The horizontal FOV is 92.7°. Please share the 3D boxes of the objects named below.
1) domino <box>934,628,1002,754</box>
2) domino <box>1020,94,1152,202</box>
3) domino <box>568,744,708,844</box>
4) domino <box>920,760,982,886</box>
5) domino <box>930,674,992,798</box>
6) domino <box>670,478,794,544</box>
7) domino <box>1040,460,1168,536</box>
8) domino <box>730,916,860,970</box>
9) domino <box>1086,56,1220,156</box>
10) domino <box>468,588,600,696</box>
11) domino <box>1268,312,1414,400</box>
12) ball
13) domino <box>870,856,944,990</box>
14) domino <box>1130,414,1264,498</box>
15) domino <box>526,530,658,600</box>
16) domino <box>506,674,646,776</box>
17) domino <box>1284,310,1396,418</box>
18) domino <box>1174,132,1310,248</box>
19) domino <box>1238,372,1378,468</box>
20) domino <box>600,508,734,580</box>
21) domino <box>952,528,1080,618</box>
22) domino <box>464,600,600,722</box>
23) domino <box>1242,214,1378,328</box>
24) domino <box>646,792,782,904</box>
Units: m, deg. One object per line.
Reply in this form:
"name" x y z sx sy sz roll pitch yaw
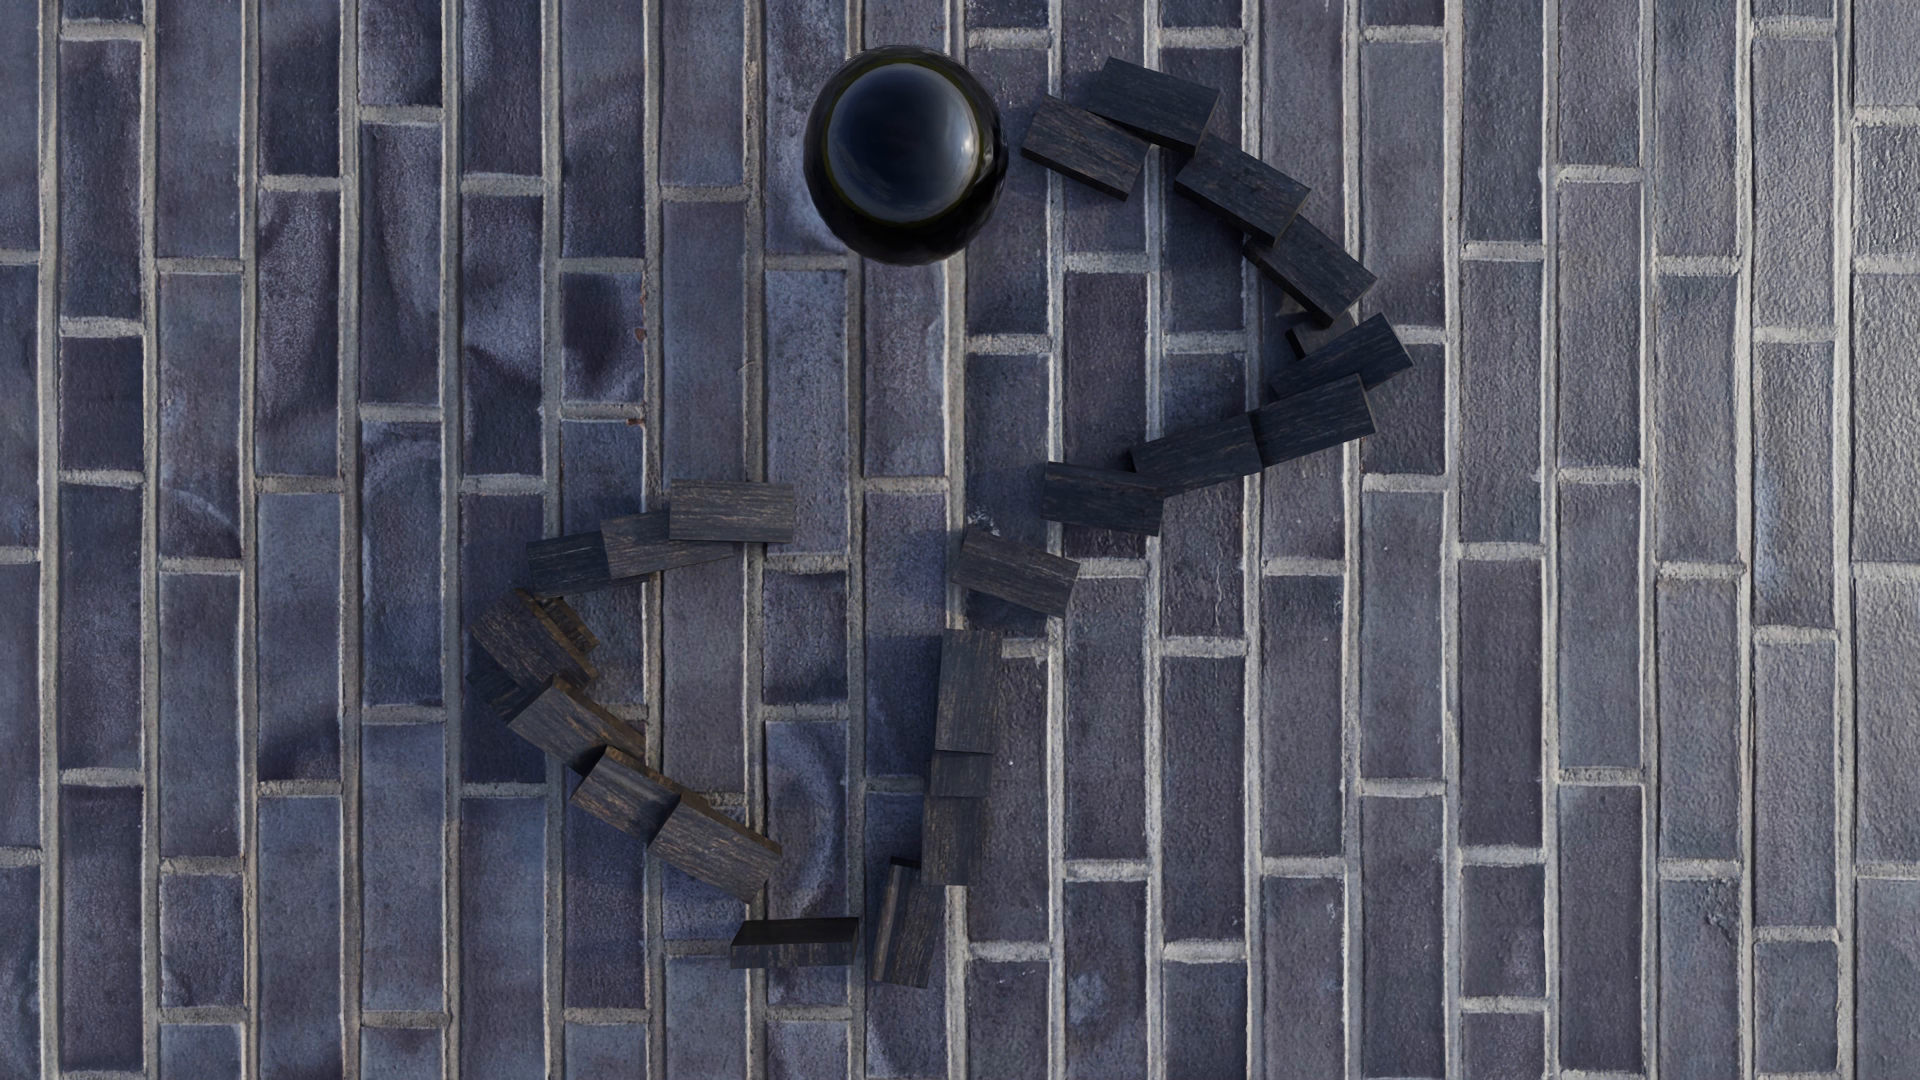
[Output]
"domino" 0.004 0.063 0.384 0.025 0.010 0.050 4 75 1
"domino" 0.054 -0.169 0.395 0.050 0.010 0.025 24 90 0
"domino" -0.135 0.111 0.388 0.050 0.010 0.025 36 90 -18
"domino" -0.003 0.120 0.390 0.025 0.010 0.050 1 78 0
"domino" 0.001 0.083 0.389 0.025 0.009 0.050 2 75 0
"domino" -0.096 -0.012 0.387 0.050 0.010 0.025 2 86 -18
"domino" 0.061 -0.018 0.390 0.050 0.009 0.025 9 95 11
"domino" -0.069 0.170 0.388 0.050 0.025 0.009 -2 90 0
"domino" 0.082 -0.185 0.391 0.050 0.009 0.025 24 90 11
"domino" -0.179 0.047 0.386 0.025 0.009 0.050 -41 90 0
"domino" 0.158 -0.070 0.381 0.050 0.009 0.025 -32 87 32
"ball" -0.021 -0.149 0.360 0.080 0.080 0.080 0 90 0
"domino" -0.022 0.165 0.395 0.025 0.009 0.050 10 90 0
"domino" 0.100 -0.034 0.390 0.050 0.010 0.025 -16 90 12
"domino" -0.159 0.009 0.395 0.050 0.009 0.025 -10 90 0
"domino" -0.160 0.080 0.383 0.025 0.009 0.050 -42 121 0
"domino" 0.164 -0.074 0.395 0.025 0.010 0.050 -27 90 0
"domino" 0.119 -0.149 0.390 0.050 0.009 0.025 36 90 13
"domino" 0.144 -0.049 0.383 0.050 0.010 0.025 -19 90 32
"domino" -0.124 0.000 0.389 0.050 0.010 0.025 -11 90 -16
"domino" 0.024 0.014 0.395 0.050 0.009 0.025 18 90 0
"domino" -0.184 0.052 0.395 0.050 0.010 0.025 -41 90 0
"domino" 0.148 -0.117 0.390 0.025 0.009 0.050 -44 77 0
"domino" -0.104 0.131 0.389 0.050 0.009 0.025 35 90 -16
